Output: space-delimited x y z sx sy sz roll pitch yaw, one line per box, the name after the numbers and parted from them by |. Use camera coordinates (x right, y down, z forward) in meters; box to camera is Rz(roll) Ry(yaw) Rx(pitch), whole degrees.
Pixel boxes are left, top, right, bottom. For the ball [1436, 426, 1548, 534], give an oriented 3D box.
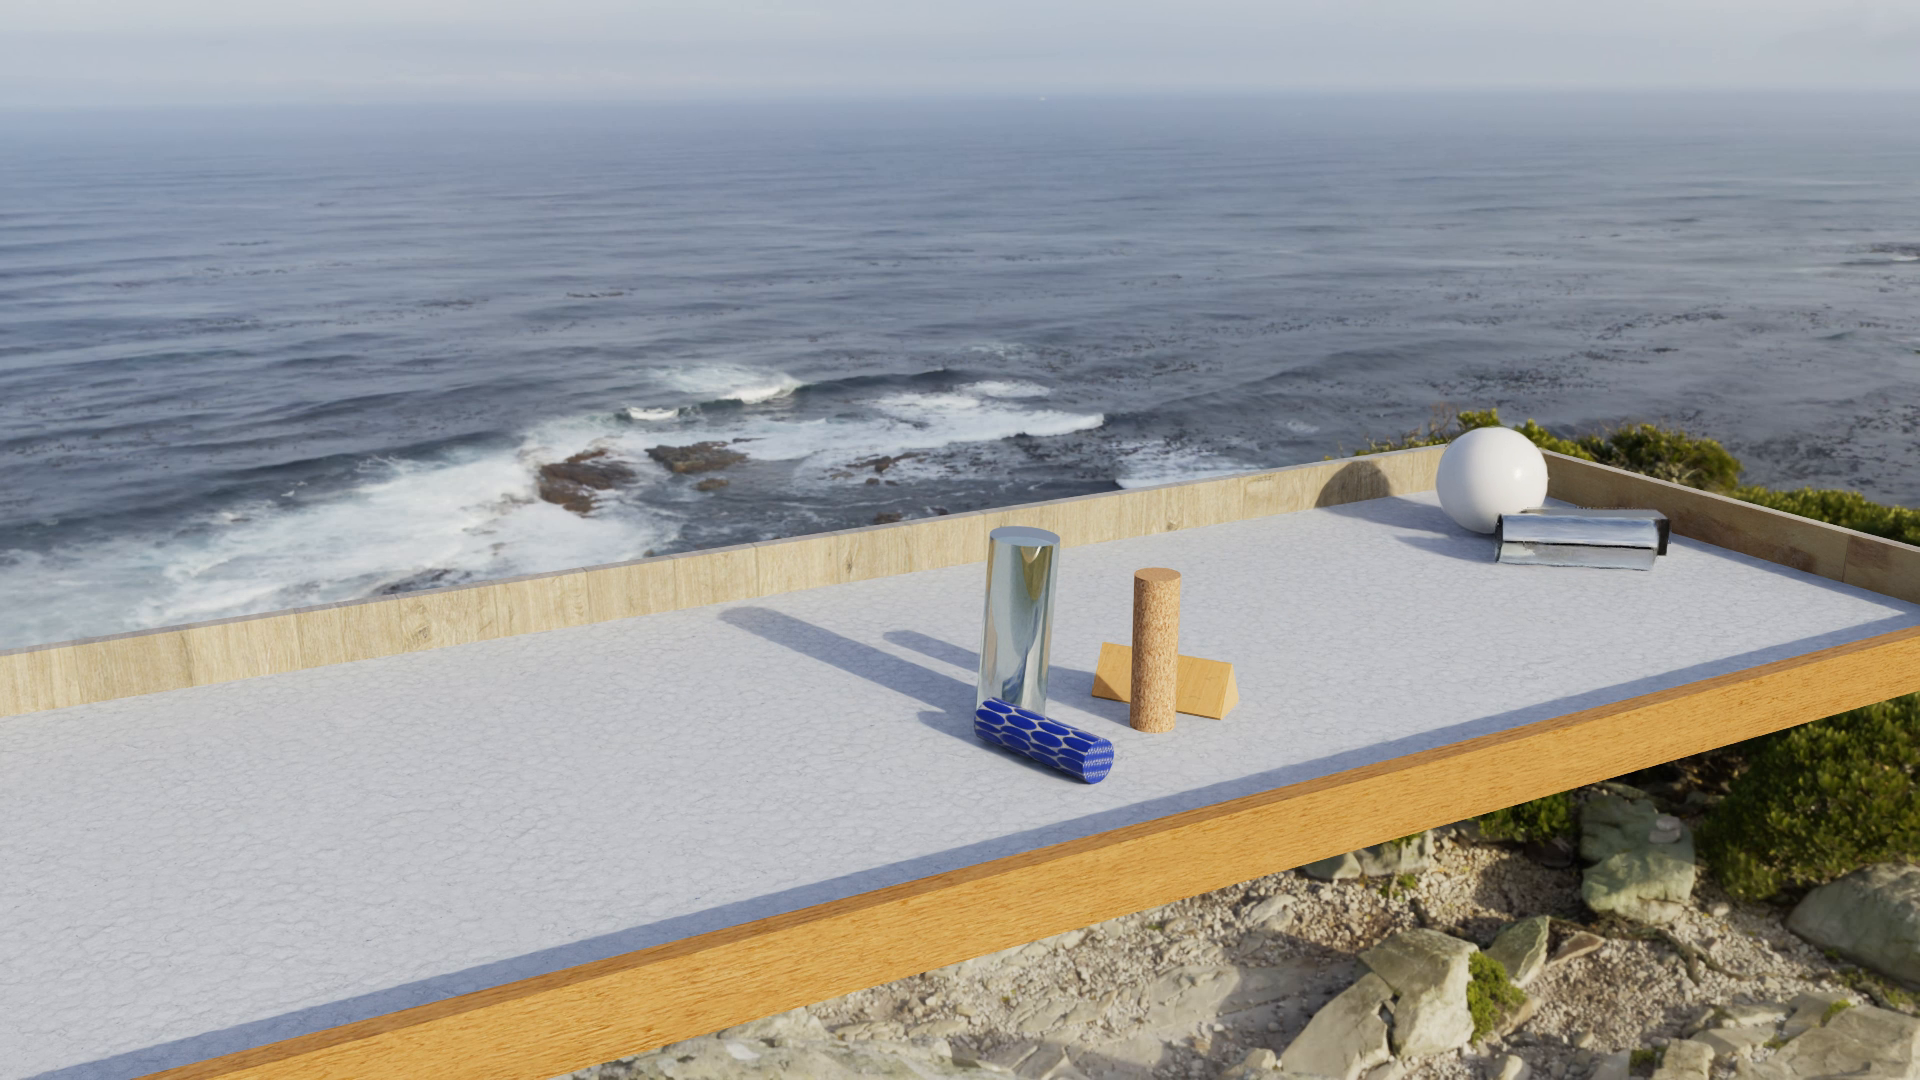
1.741 -0.197 5.402 0.352 0.352 0.352 0 16 0 | ball

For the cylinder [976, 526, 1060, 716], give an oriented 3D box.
0.134 0.204 3.854 0.164 0.445 0.164 4 16 -1 | cylinder

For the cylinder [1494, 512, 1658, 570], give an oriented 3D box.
1.890 0.003 5.072 0.449 0.154 0.154 3 17 9 | cylinder

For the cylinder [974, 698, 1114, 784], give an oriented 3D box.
0.183 0.443 3.668 0.101 0.101 0.333 -15 22 -42 | cylinder

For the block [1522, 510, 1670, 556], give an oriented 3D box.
2.008 -0.023 5.225 0.423 0.118 0.118 0 16 1 | block

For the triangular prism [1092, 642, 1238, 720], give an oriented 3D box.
0.500 0.330 4.012 0.330 0.118 0.137 8 19 26 | triangular prism

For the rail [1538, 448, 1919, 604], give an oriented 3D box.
2.466 -0.048 5.253 0.050 0.150 2.100 -9 18 -27 | rail

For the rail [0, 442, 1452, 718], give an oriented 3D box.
-3.305 0.497 3.399 12.000 0.150 0.050 -9 18 -27 | rail

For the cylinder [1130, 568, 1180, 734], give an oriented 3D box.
0.452 0.256 3.827 0.106 0.370 0.106 0 16 0 | cylinder

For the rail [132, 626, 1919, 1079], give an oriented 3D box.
-2.336 1.006 1.665 12.000 0.150 0.050 -9 18 -27 | rail
